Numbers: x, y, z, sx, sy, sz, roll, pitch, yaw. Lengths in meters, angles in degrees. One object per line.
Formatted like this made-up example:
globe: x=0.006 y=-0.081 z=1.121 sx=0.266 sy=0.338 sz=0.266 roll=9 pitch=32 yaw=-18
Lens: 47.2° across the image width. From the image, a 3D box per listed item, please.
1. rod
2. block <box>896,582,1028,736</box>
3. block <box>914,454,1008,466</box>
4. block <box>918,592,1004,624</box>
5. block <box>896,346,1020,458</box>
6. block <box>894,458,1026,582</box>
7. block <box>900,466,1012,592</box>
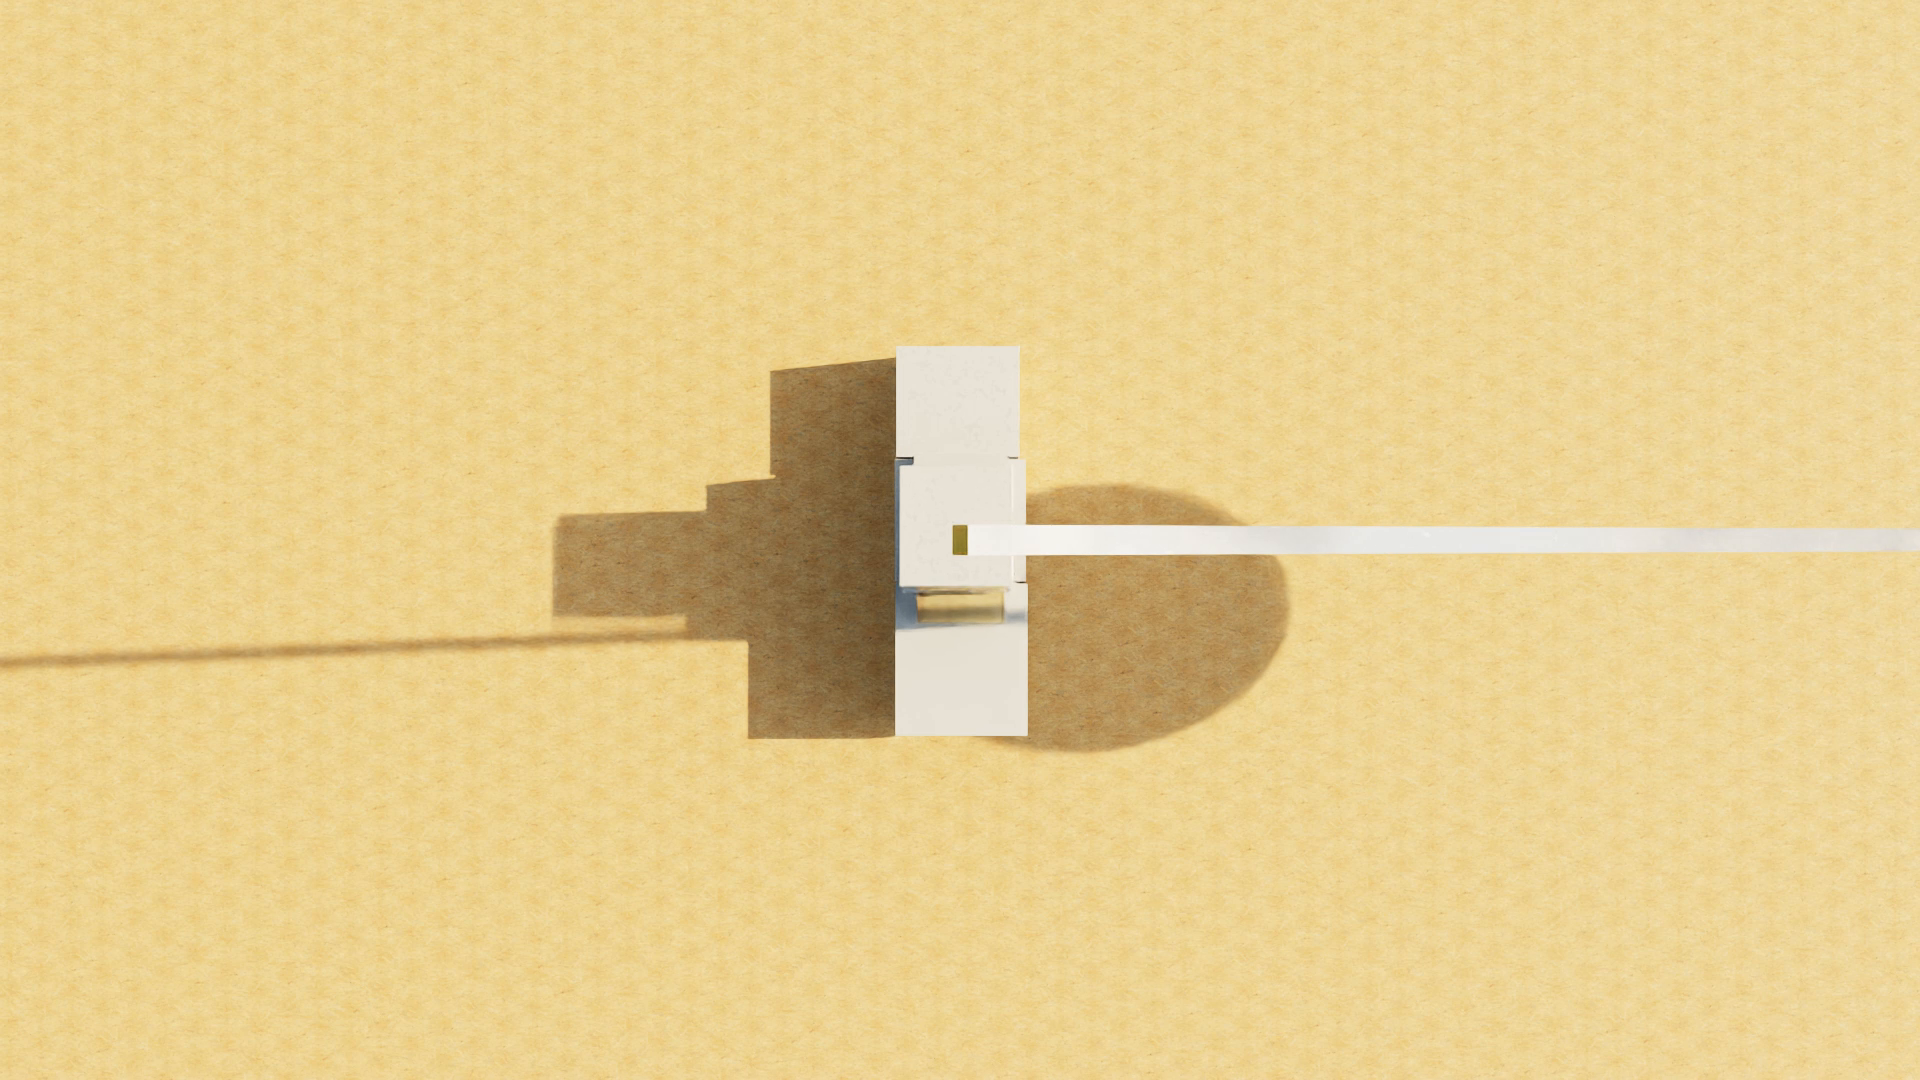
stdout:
rod: x=2.212 y=0.000 z=7.174 sx=5.200 sy=0.080 sz=0.080 roll=0 pitch=90 yaw=-32
block: x=0.008 y=0.662 z=12.578 sx=0.731 sy=0.843 sz=0.841 roll=0 pitch=90 yaw=0
block: x=0.004 y=-0.222 z=12.068 sx=0.502 sy=0.495 sz=0.482 roll=0 pitch=90 yaw=0
block: x=0.006 y=0.236 z=11.921 sx=0.465 sy=0.469 sz=0.424 roll=0 pitch=87 yaw=0
block: x=-0.012 y=-0.773 z=12.639 sx=0.687 sy=0.723 sz=0.619 roll=0 pitch=90 yaw=0
block: x=0.001 y=-0.111 z=12.658 sx=0.733 sy=0.685 sz=0.685 roll=0 pitch=90 yaw=0
block: x=-0.017 y=-0.046 z=11.364 sx=0.564 sy=0.674 sz=0.605 roll=0 pitch=86 yaw=0
